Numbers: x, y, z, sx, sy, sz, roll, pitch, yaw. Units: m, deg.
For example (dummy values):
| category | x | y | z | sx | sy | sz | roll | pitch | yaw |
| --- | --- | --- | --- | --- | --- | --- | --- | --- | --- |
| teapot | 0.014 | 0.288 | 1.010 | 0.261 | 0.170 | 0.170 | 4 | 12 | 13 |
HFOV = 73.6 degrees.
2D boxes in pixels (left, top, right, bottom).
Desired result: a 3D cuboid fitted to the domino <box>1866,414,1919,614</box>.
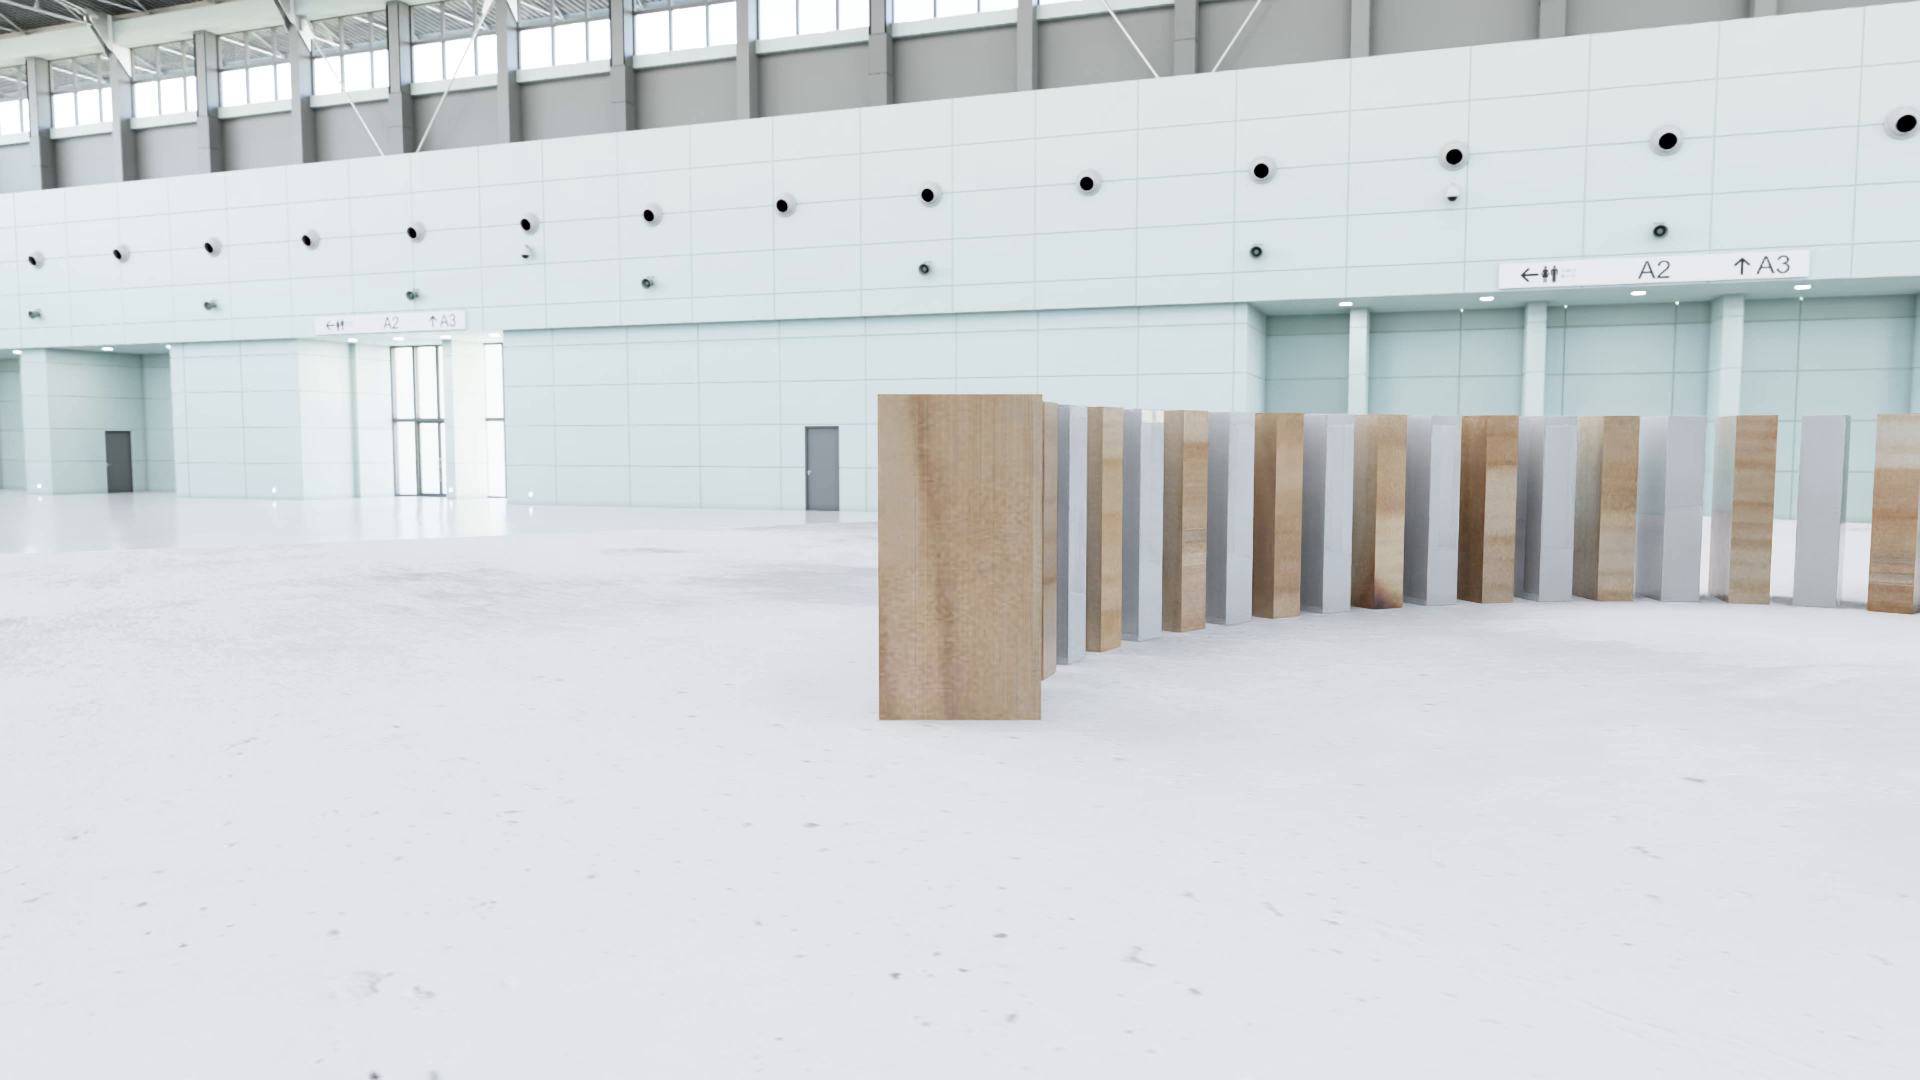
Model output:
| category | x | y | z | sx | sy | sz | roll | pitch | yaw |
| --- | --- | --- | --- | --- | --- | --- | --- | --- | --- |
| domino | 0.244 | -0.007 | 0.330 | 0.025 | 0.050 | 0.010 | -4 | 6 | -41 |

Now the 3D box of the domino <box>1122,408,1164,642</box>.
| category | x | y | z | sx | sy | sz | roll | pitch | yaw |
| --- | --- | --- | --- | --- | --- | --- | --- | --- | --- |
| domino | 0.032 | -0.004 | 0.286 | 0.025 | 0.050 | 0.010 | 4 | 6 | 39 |

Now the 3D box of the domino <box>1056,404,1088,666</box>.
| category | x | y | z | sx | sy | sz | roll | pitch | yaw |
| --- | --- | --- | --- | --- | --- | --- | --- | --- | --- |
| domino | 0.012 | -0.002 | 0.255 | 0.025 | 0.050 | 0.009 | 2 | 5 | 26 |

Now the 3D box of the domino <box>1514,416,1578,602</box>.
| category | x | y | z | sx | sy | sz | roll | pitch | yaw |
| --- | --- | --- | --- | --- | --- | --- | --- | --- | --- |
| domino | 0.159 | -0.009 | 0.357 | 0.010 | 0.050 | 0.025 | -1 | 4 | -8 |

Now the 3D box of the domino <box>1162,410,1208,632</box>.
| category | x | y | z | sx | sy | sz | roll | pitch | yaw |
| --- | --- | --- | --- | --- | --- | --- | --- | --- | --- |
| domino | 0.044 | -0.005 | 0.299 | 0.010 | 0.050 | 0.025 | -4 | 6 | -45 |

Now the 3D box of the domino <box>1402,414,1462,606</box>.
| category | x | y | z | sx | sy | sz | roll | pitch | yaw |
| --- | --- | --- | --- | --- | --- | --- | --- | --- | --- |
| domino | 0.123 | -0.009 | 0.348 | 0.009 | 0.050 | 0.025 | -1 | 5 | -19 |

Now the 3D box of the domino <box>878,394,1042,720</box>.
| category | x | y | z | sx | sy | sz | roll | pitch | yaw |
| --- | --- | --- | --- | --- | --- | --- | --- | --- | --- |
| domino | 0.000 | 0.002 | 0.201 | 0.025 | 0.050 | 0.010 | 0 | 4 | 0 |

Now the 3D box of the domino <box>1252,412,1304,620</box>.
| category | x | y | z | sx | sy | sz | roll | pitch | yaw |
| --- | --- | --- | --- | --- | --- | --- | --- | --- | --- |
| domino | 0.073 | -0.007 | 0.323 | 0.009 | 0.050 | 0.025 | -3 | 5 | -34 |

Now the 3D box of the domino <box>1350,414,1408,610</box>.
| category | x | y | z | sx | sy | sz | roll | pitch | yaw |
| --- | --- | --- | --- | --- | --- | --- | --- | --- | --- |
| domino | 0.105 | -0.008 | 0.341 | 0.010 | 0.050 | 0.025 | -2 | 5 | -24 |

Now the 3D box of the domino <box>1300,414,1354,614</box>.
| category | x | y | z | sx | sy | sz | roll | pitch | yaw |
| --- | --- | --- | --- | --- | --- | --- | --- | --- | --- |
| domino | 0.089 | -0.007 | 0.333 | 0.009 | 0.050 | 0.025 | -2 | 5 | -29 |

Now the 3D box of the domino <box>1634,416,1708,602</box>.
| category | x | y | z | sx | sy | sz | roll | pitch | yaw |
| --- | --- | --- | --- | --- | --- | --- | --- | --- | --- |
| domino | 0.196 | -0.009 | 0.356 | 0.009 | 0.050 | 0.025 | 1 | 4 | 10 |

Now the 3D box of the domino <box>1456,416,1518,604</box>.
| category | x | y | z | sx | sy | sz | roll | pitch | yaw |
| --- | --- | --- | --- | --- | --- | --- | --- | --- | --- |
| domino | 0.141 | -0.009 | 0.353 | 0.009 | 0.050 | 0.025 | -1 | 4 | -14 |

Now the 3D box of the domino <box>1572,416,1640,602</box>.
| category | x | y | z | sx | sy | sz | roll | pitch | yaw |
| --- | --- | --- | --- | --- | --- | --- | --- | --- | --- |
| domino | 0.177 | -0.009 | 0.358 | 0.009 | 0.050 | 0.025 | 0 | 4 | 1 |

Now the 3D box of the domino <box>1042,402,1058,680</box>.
| category | x | y | z | sx | sy | sz | roll | pitch | yaw |
| --- | --- | --- | --- | --- | --- | --- | --- | --- | --- |
| domino | 0.005 | 0.000 | 0.237 | 0.025 | 0.050 | 0.010 | 1 | 5 | 18 |

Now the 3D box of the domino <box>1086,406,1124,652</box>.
| category | x | y | z | sx | sy | sz | roll | pitch | yaw |
| --- | --- | --- | --- | --- | --- | --- | --- | --- | --- |
| domino | 0.021 | -0.003 | 0.271 | 0.025 | 0.050 | 0.010 | 3 | 5 | 33 |

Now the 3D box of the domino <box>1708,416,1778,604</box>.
| category | x | y | z | sx | sy | sz | roll | pitch | yaw |
| --- | --- | --- | --- | --- | --- | --- | --- | --- | --- |
| domino | 0.214 | -0.009 | 0.351 | 0.009 | 0.050 | 0.025 | 1 | 5 | 19 |

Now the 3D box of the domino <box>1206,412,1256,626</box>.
| category | x | y | z | sx | sy | sz | roll | pitch | yaw |
| --- | --- | --- | --- | --- | --- | --- | --- | --- | --- |
| domino | 0.058 | -0.006 | 0.312 | 0.009 | 0.050 | 0.025 | -4 | 6 | -39 |

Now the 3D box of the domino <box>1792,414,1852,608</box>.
| category | x | y | z | sx | sy | sz | roll | pitch | yaw |
| --- | --- | --- | --- | --- | --- | --- | --- | --- | --- |
| domino | 0.230 | -0.008 | 0.343 | 0.010 | 0.050 | 0.025 | 3 | 5 | 37 |
